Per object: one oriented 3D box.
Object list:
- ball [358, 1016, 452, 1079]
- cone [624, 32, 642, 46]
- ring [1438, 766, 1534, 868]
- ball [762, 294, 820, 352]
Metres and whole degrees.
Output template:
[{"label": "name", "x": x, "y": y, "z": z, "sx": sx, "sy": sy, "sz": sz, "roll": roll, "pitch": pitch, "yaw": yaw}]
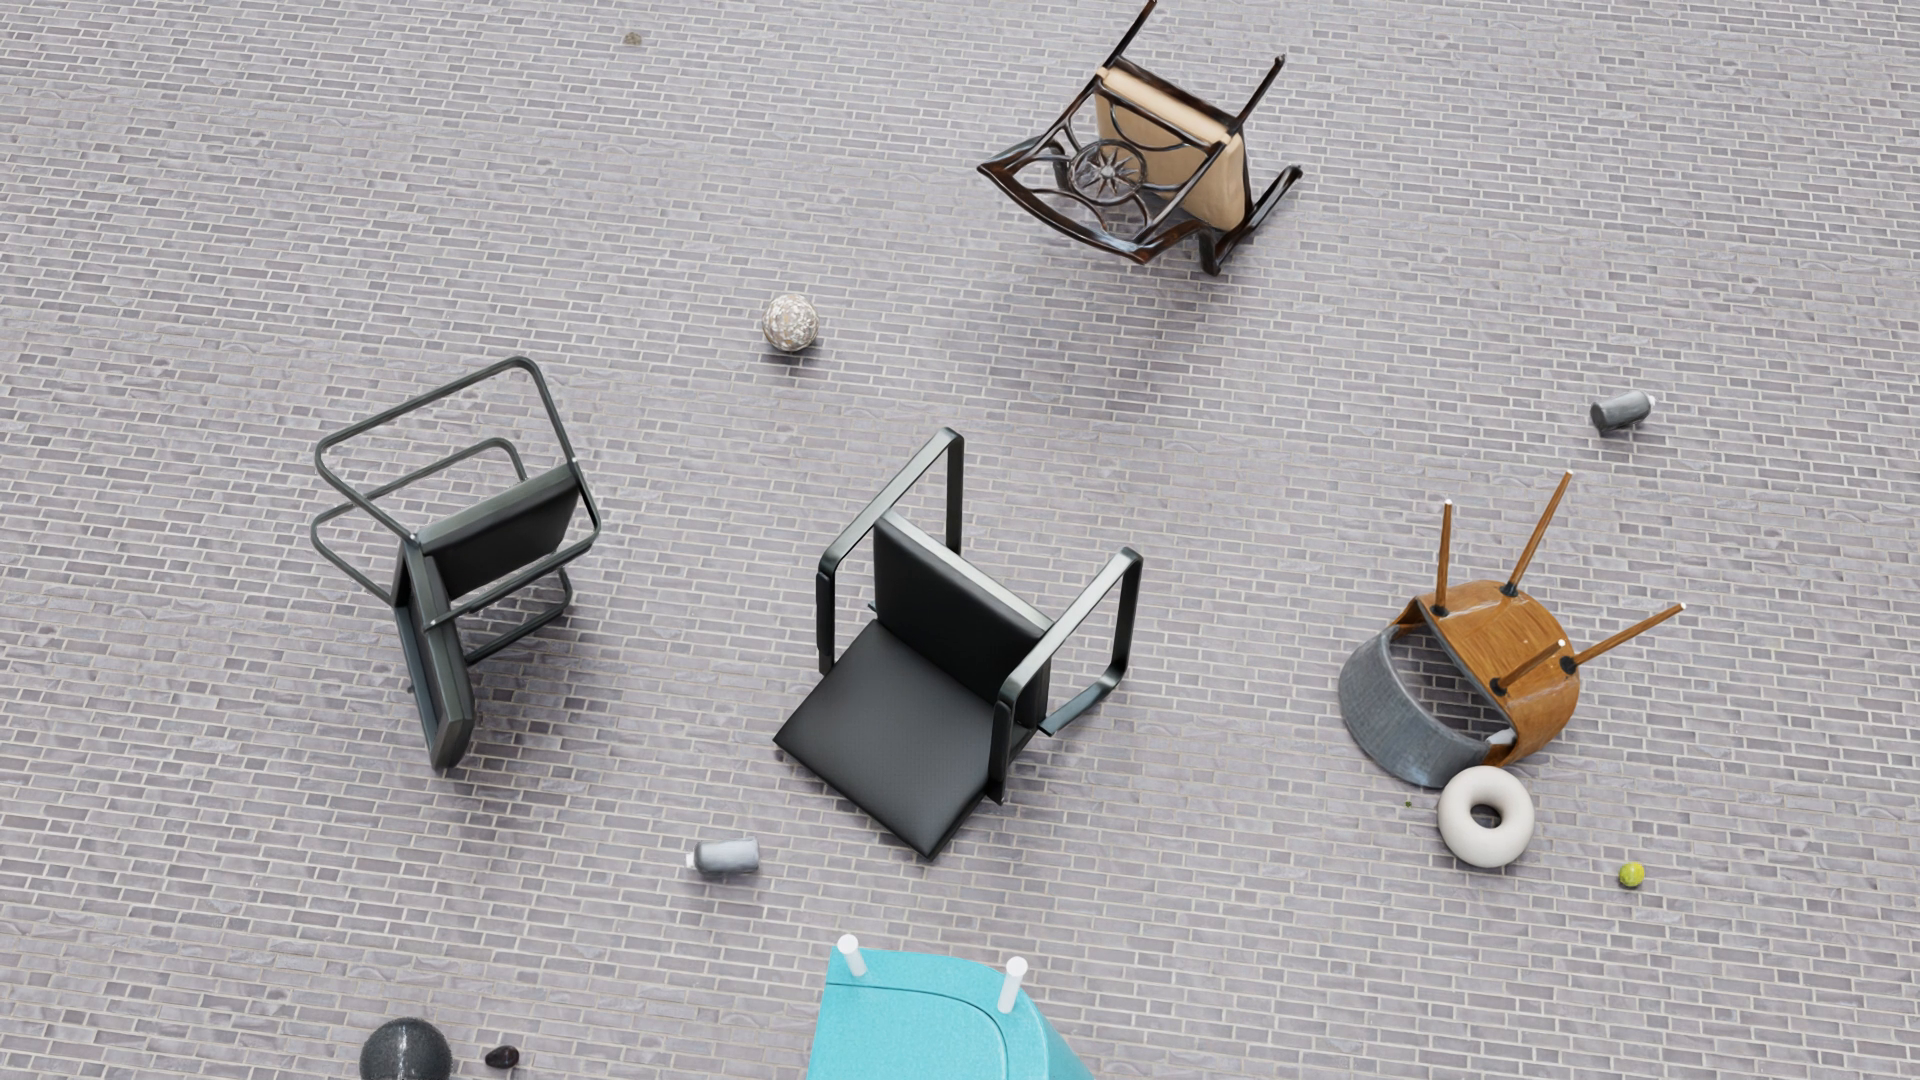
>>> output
[{"label": "ball", "x": -1.398, "y": 1.321, "z": 5.550, "sx": 0.229, "sy": 0.229, "sz": 0.229, "roll": 0, "pitch": 56, "yaw": 0}, {"label": "cone", "x": -1.143, "y": -1.780, "z": 7.755, "sx": 0.062, "sy": 0.047, "sz": 0.063, "roll": 13, "pitch": 36, "yaw": 2}, {"label": "ring", "x": 1.431, "y": 0.752, "z": 5.984, "sx": 0.259, "sy": 0.144, "sz": 0.284, "roll": 2, "pitch": 58, "yaw": 4}, {"label": "ball", "x": -0.533, "y": -0.685, "z": 6.924, "sx": 0.182, "sy": 0.182, "sz": 0.182, "roll": 0, "pitch": 56, "yaw": 0}]
